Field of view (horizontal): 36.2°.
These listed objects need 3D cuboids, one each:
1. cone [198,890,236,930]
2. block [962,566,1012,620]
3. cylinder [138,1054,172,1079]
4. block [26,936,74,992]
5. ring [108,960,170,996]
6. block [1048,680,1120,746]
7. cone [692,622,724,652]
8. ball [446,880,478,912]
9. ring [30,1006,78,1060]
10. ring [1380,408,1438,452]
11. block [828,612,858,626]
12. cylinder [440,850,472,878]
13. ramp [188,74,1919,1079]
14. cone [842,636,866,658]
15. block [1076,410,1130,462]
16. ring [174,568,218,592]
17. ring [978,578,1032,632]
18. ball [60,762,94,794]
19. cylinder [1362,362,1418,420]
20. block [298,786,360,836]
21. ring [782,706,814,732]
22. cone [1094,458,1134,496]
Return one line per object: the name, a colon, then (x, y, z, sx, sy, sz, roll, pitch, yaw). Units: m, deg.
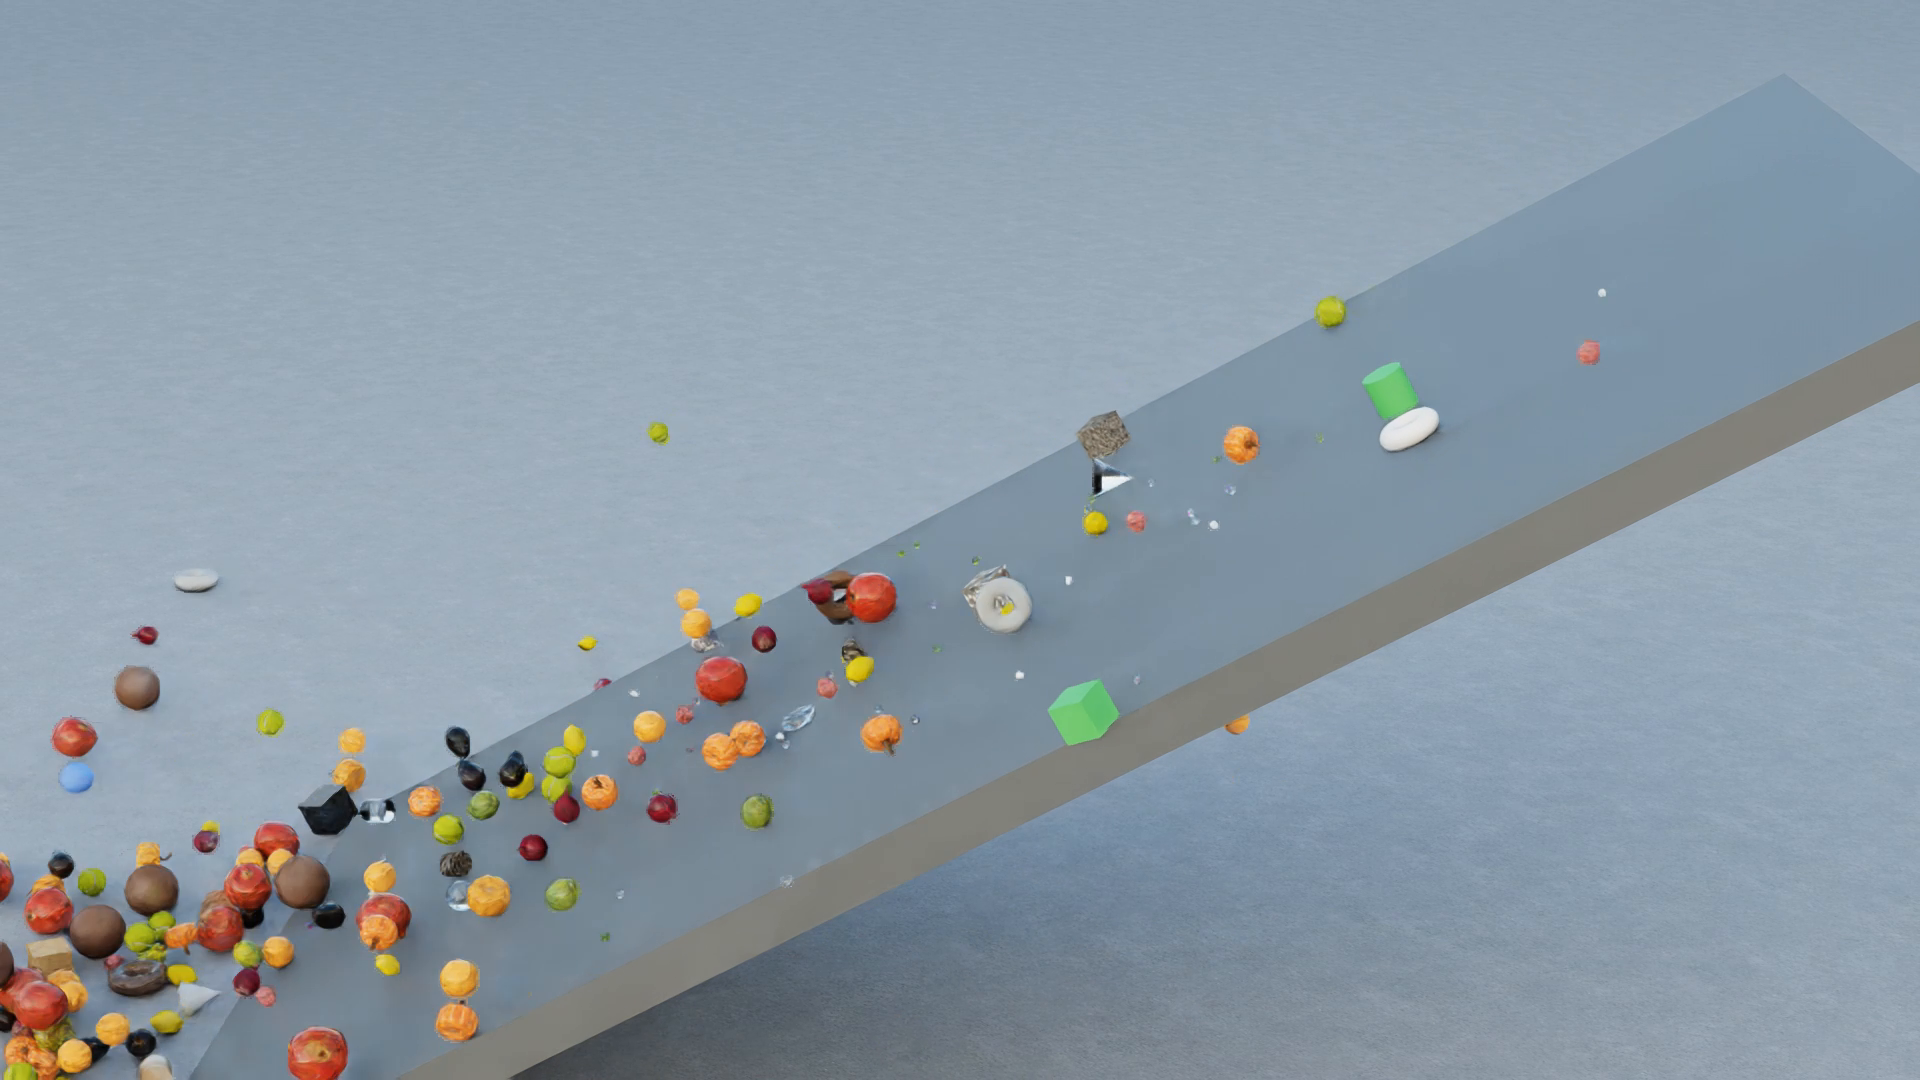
cone: (-1.843, 0.915, 7.215, 0.097, 0.097, 0.097, -20, 2, 40)
block: (0.067, 0.112, 6.261, 0.076, 0.076, 0.076, -18, 19, 41)
cylinder: (-1.700, 1.133, 6.217, 0.069, 0.069, 0.069, -5, 13, -16)
block: (-2.133, 0.995, 6.900, 0.087, 0.087, 0.087, -9, 20, -26)
ring: (-1.921, 1.023, 6.878, 0.141, 0.047, 0.141, -1, 17, 0)
block: (0.222, 0.309, 5.275, 0.077, 0.077, 0.077, -18, 19, 40)
cone: (-0.605, 0.249, 7.218, 0.076, 0.076, 0.076, 19, 26, 36)
ball: (-1.071, 0.764, 6.317, 0.066, 0.066, 0.066, 0, 18, 0)
ring: (-2.015, 1.096, 6.541, 0.043, 0.128, 0.128, -28, 10, 18)
ring: (0.890, -0.219, 5.825, 0.126, 0.042, 0.126, -29, 13, 7)
block: (-0.280, 0.161, 6.832, 0.054, 0.054, 0.054, -36, 15, -20)
cylinder: (-1.130, 0.726, 6.589, 0.054, 0.054, 0.054, -13, -5, -35)
ramp: (0.142, 0.167, 6.283, 4.000, 0.100, 2.000, -27, 14, 11)
cone: (-0.223, 0.246, 6.489, 0.053, 0.053, 0.053, 28, 31, 31)
block: (0.338, -0.245, 6.940, 0.079, 0.079, 0.079, -16, 20, 44)
ring: (-2.498, 0.131, 9.623, 0.144, 0.048, 0.144, -2, 15, 1)
ring: (0.090, 0.133, 5.994, 0.115, 0.115, 0.038, 5, 9, 14)
ball: (-2.396, 0.645, 7.979, 0.085, 0.085, 0.085, 0, 18, 0)
cylinder: (0.884, -0.306, 6.042, 0.086, 0.086, 0.086, -28, 14, 8)
block: (-1.653, 0.707, 7.703, 0.093, 0.093, 0.093, -3, 30, 40)
ring: (-0.345, 0.380, 6.268, 0.078, 0.026, 0.078, -29, 13, 8)
cone: (0.349, -0.141, 6.639, 0.088, 0.088, 0.088, 0, 18, 8)
